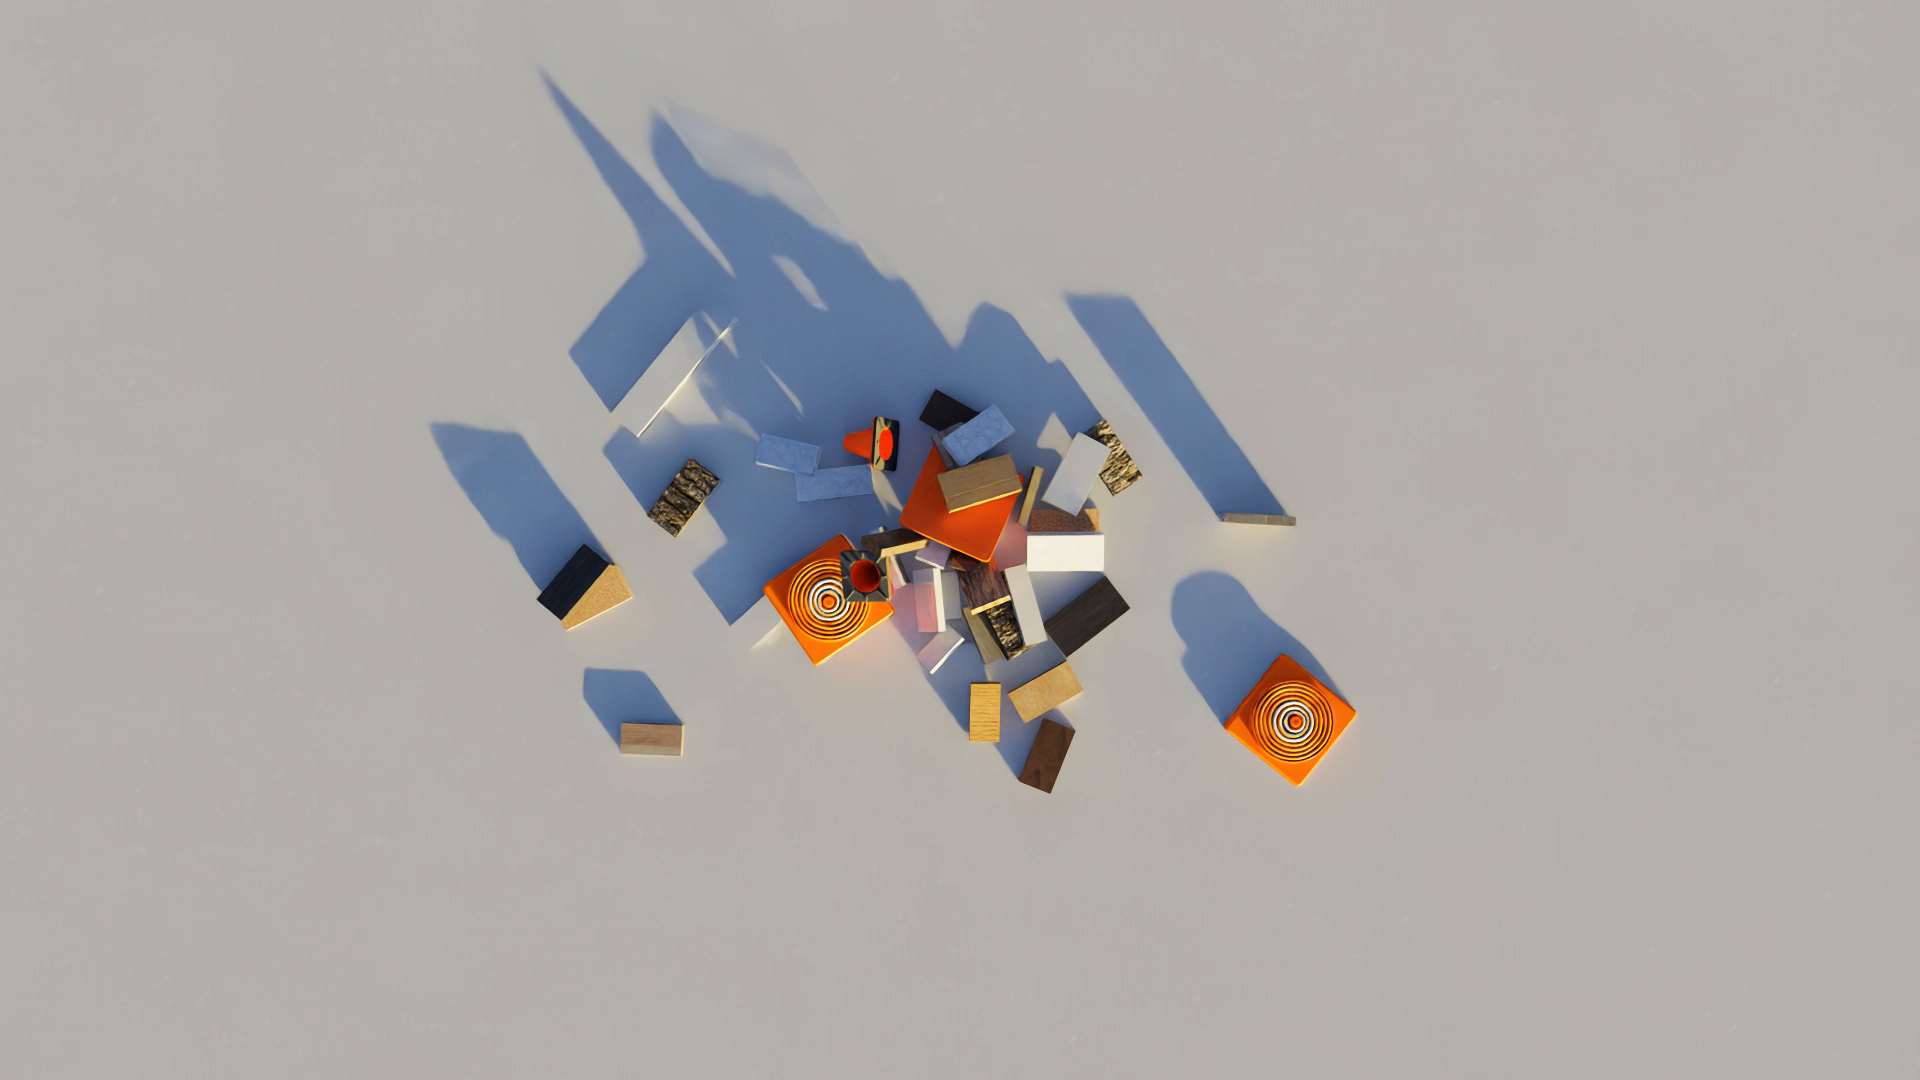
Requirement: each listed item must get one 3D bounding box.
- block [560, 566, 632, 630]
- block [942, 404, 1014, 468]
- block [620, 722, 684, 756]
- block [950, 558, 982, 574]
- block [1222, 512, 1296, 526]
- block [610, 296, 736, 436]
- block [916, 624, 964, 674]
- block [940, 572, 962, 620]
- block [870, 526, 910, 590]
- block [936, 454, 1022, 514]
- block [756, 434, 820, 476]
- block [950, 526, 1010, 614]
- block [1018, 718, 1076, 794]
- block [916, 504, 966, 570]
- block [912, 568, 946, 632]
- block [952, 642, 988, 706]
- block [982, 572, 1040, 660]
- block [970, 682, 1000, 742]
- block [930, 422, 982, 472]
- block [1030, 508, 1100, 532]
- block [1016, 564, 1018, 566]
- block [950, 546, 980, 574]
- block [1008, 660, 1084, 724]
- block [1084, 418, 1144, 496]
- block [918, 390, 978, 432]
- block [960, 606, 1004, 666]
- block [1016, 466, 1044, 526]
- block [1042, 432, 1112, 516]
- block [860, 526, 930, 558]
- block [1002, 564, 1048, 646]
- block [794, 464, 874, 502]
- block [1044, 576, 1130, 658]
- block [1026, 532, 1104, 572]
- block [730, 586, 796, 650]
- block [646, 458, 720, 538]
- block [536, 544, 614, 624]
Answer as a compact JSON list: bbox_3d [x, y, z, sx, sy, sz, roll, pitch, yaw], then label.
[{"bbox_3d":[-1.226,0.192,5.483,0.241,0.034,0.121,-27,90,0],"label":"block"},{"bbox_3d":[0.059,-0.341,5.419,0.224,0.032,0.112,-36,85,-22],"label":"block"},{"bbox_3d":[-1.025,0.663,5.486,0.202,0.029,0.101,3,90,0],"label":"block"},{"bbox_3d":[0.020,0.078,5.412,0.094,0.013,0.047,15,70,16],"label":"block"},{"bbox_3d":[0.986,-0.067,5.444,0.224,0.112,0.032,3,90,0],"label":"block"},{"bbox_3d":[-0.953,-0.578,5.484,0.116,0.033,0.513,40,90,0],"label":"block"},{"bbox_3d":[-0.066,0.360,5.471,0.155,0.022,0.077,-46,60,0],"label":"block"},{"bbox_3d":[-0.040,0.185,5.489,0.077,0.022,0.155,-5,90,0],"label":"block"},{"bbox_3d":[-0.230,0.056,5.446,0.029,0.104,0.207,-23,90,14],"label":"block"},{"bbox_3d":[0.064,-0.185,5.378,0.252,0.036,0.126,-17,80,-10],"label":"block"},{"bbox_3d":[-0.571,-0.282,5.470,0.197,0.028,0.099,13,80,5],"label":"block"},{"bbox_3d":[0.055,0.100,5.425,0.134,0.038,0.268,-22,64,0],"label":"block"},{"bbox_3d":[0.290,0.717,5.484,0.113,0.032,0.226,22,90,0],"label":"block"},{"bbox_3d":[-0.062,-0.012,5.448,0.101,0.029,0.202,21,71,7],"label":"block"},{"bbox_3d":[-0.103,0.200,5.452,0.029,0.103,0.207,-5,90,-42],"label":"block"},{"bbox_3d":[0.037,0.442,5.486,0.099,0.028,0.198,-14,90,0],"label":"block"},{"bbox_3d":[0.156,0.248,5.462,0.134,0.038,0.268,-28,90,-18],"label":"block"},{"bbox_3d":[0.083,0.569,5.465,0.099,0.028,0.198,1,101,-3],"label":"block"},{"bbox_3d":[0.006,-0.265,5.424,0.112,0.032,0.224,-26,82,-12],"label":"block"},{"bbox_3d":[0.350,-0.046,5.484,0.226,0.032,0.113,-1,90,0],"label":"block"},{"bbox_3d":[0.194,0.134,5.493,0.047,0.013,0.095,-27,90,0],"label":"block"},{"bbox_3d":[0.018,0.063,5.403,0.047,0.013,0.095,-39,63,-13],"label":"block"},{"bbox_3d":[0.285,0.505,5.484,0.226,0.032,0.113,-29,90,0],"label":"block"},{"bbox_3d":[0.496,-0.274,5.484,0.116,0.033,0.231,-34,90,0],"label":"block"},{"bbox_3d":[-0.008,-0.394,5.484,0.231,0.033,0.116,29,90,0],"label":"block"},{"bbox_3d":[0.088,0.305,5.469,0.099,0.028,0.198,-22,88,-17],"label":"block"},{"bbox_3d":[0.229,-0.145,5.450,0.028,0.099,0.197,17,90,-3],"label":"block"},{"bbox_3d":[0.386,-0.218,5.450,0.126,0.036,0.252,28,90,0],"label":"block"},{"bbox_3d":[-0.209,0.005,5.361,0.104,0.207,0.029,31,122,39],"label":"block"},{"bbox_3d":[0.215,0.215,5.452,0.077,0.022,0.263,-14,86,-17],"label":"block"},{"bbox_3d":[-0.418,-0.190,5.486,0.254,0.028,0.099,-6,90,0],"label":"block"},{"bbox_3d":[0.418,0.255,5.481,0.268,0.038,0.134,-38,90,0],"label":"block"},{"bbox_3d":[0.348,0.037,5.460,0.252,0.036,0.126,-1,112,0],"label":"block"},{"bbox_3d":[-0.657,0.259,5.486,0.202,0.029,0.101,-42,90,0],"label":"block"},{"bbox_3d":[-0.919,-0.140,5.483,0.121,0.034,0.241,37,90,0],"label":"block"},{"bbox_3d":[-1.273,0.143,5.449,0.121,0.034,0.241,37,82,17],"label":"block"}]
